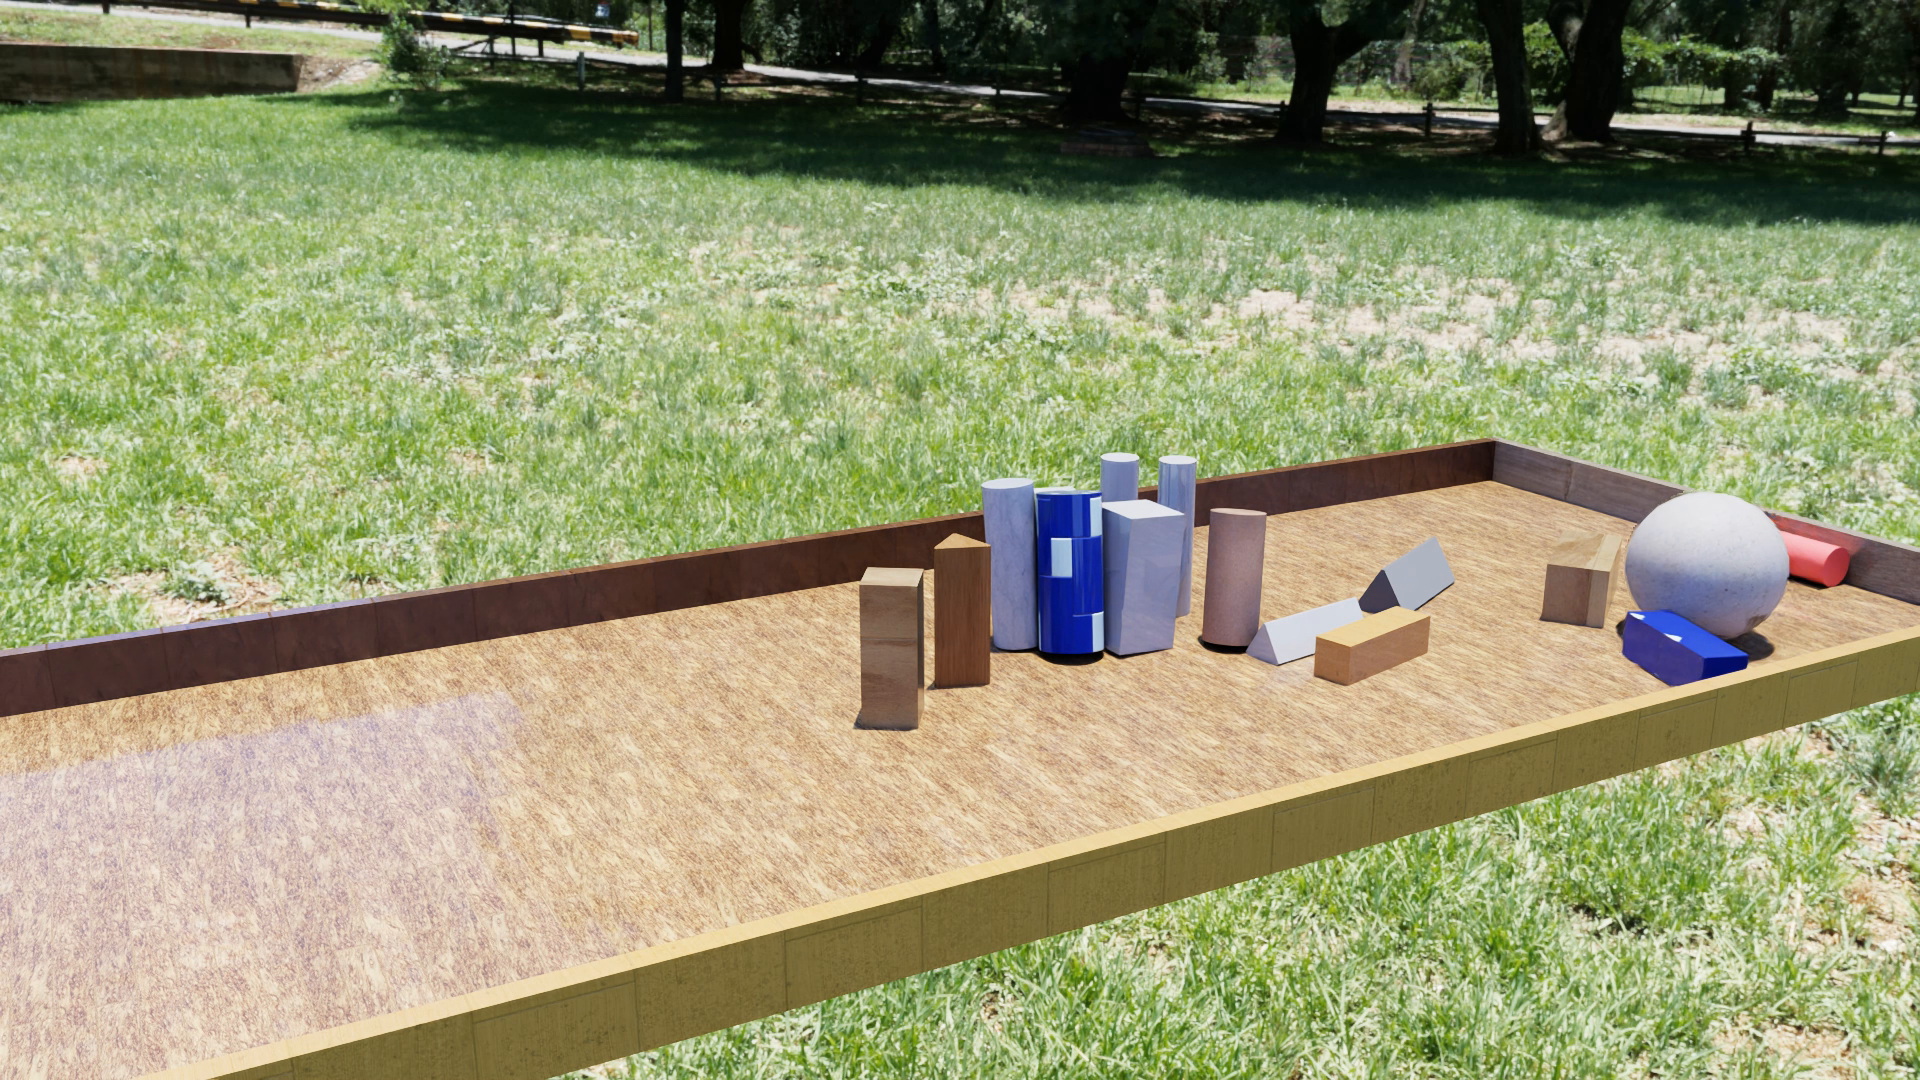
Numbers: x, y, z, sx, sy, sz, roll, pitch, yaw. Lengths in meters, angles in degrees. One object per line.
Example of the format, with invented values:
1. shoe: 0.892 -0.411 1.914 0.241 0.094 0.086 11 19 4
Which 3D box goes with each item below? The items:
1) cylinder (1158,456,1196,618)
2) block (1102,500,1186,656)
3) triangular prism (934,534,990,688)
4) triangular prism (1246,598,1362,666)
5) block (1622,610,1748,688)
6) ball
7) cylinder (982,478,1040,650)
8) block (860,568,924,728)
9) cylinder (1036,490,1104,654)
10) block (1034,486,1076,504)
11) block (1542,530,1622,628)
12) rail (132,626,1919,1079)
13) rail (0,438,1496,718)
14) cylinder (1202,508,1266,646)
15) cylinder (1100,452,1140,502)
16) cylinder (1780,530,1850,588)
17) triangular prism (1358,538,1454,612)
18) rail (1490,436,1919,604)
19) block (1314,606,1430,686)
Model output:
1. cylinder: 0.600 -0.010 4.606 0.104 0.441 0.104 0 16 0
2. block: 0.458 0.096 4.362 0.173 0.366 0.173 -5 17 -29
3. triangular prism: -0.004 0.174 4.123 0.139 0.361 0.120 -3 17 -9
4. triangular prism: 0.929 0.232 4.381 0.358 0.098 0.114 -12 21 -35
5. block: 1.824 0.290 4.162 0.117 0.117 0.346 -3 17 -9
6. ball: 1.993 0.070 4.407 0.399 0.399 0.399 0 16 0
7. cylinder: 0.141 0.062 4.355 0.137 0.434 0.137 -5 13 1
8. block: -0.158 0.253 3.874 0.133 0.350 0.133 1 16 5
9. cylinder: 0.288 0.080 4.309 0.172 0.410 0.172 -1 5 0
10. block: 0.268 0.036 4.614 0.120 0.348 0.120 -4 17 -12
11. block: 1.778 0.105 4.707 0.163 0.163 0.383 8 18 25
12. rail: -2.336 1.006 1.665 12.000 0.150 0.050 -9 18 -27
13. rail: -3.305 0.497 3.399 12.000 0.150 0.050 -9 18 -27
14. cylinder: 0.727 0.097 4.376 0.148 0.346 0.148 3 7 0
15. cylinder: 0.462 -0.049 4.815 0.111 0.397 0.111 0 16 0
16. cylinder: 2.494 0.033 5.026 0.122 0.122 0.381 -9 18 -27
17. triangular prism: 1.299 0.098 4.784 0.148 0.128 0.405 11 20 34
18. rail: 2.466 -0.048 5.253 0.050 0.150 2.100 -9 18 -27
19. block: 1.064 0.270 4.250 0.355 0.104 0.104 -14 22 -40
